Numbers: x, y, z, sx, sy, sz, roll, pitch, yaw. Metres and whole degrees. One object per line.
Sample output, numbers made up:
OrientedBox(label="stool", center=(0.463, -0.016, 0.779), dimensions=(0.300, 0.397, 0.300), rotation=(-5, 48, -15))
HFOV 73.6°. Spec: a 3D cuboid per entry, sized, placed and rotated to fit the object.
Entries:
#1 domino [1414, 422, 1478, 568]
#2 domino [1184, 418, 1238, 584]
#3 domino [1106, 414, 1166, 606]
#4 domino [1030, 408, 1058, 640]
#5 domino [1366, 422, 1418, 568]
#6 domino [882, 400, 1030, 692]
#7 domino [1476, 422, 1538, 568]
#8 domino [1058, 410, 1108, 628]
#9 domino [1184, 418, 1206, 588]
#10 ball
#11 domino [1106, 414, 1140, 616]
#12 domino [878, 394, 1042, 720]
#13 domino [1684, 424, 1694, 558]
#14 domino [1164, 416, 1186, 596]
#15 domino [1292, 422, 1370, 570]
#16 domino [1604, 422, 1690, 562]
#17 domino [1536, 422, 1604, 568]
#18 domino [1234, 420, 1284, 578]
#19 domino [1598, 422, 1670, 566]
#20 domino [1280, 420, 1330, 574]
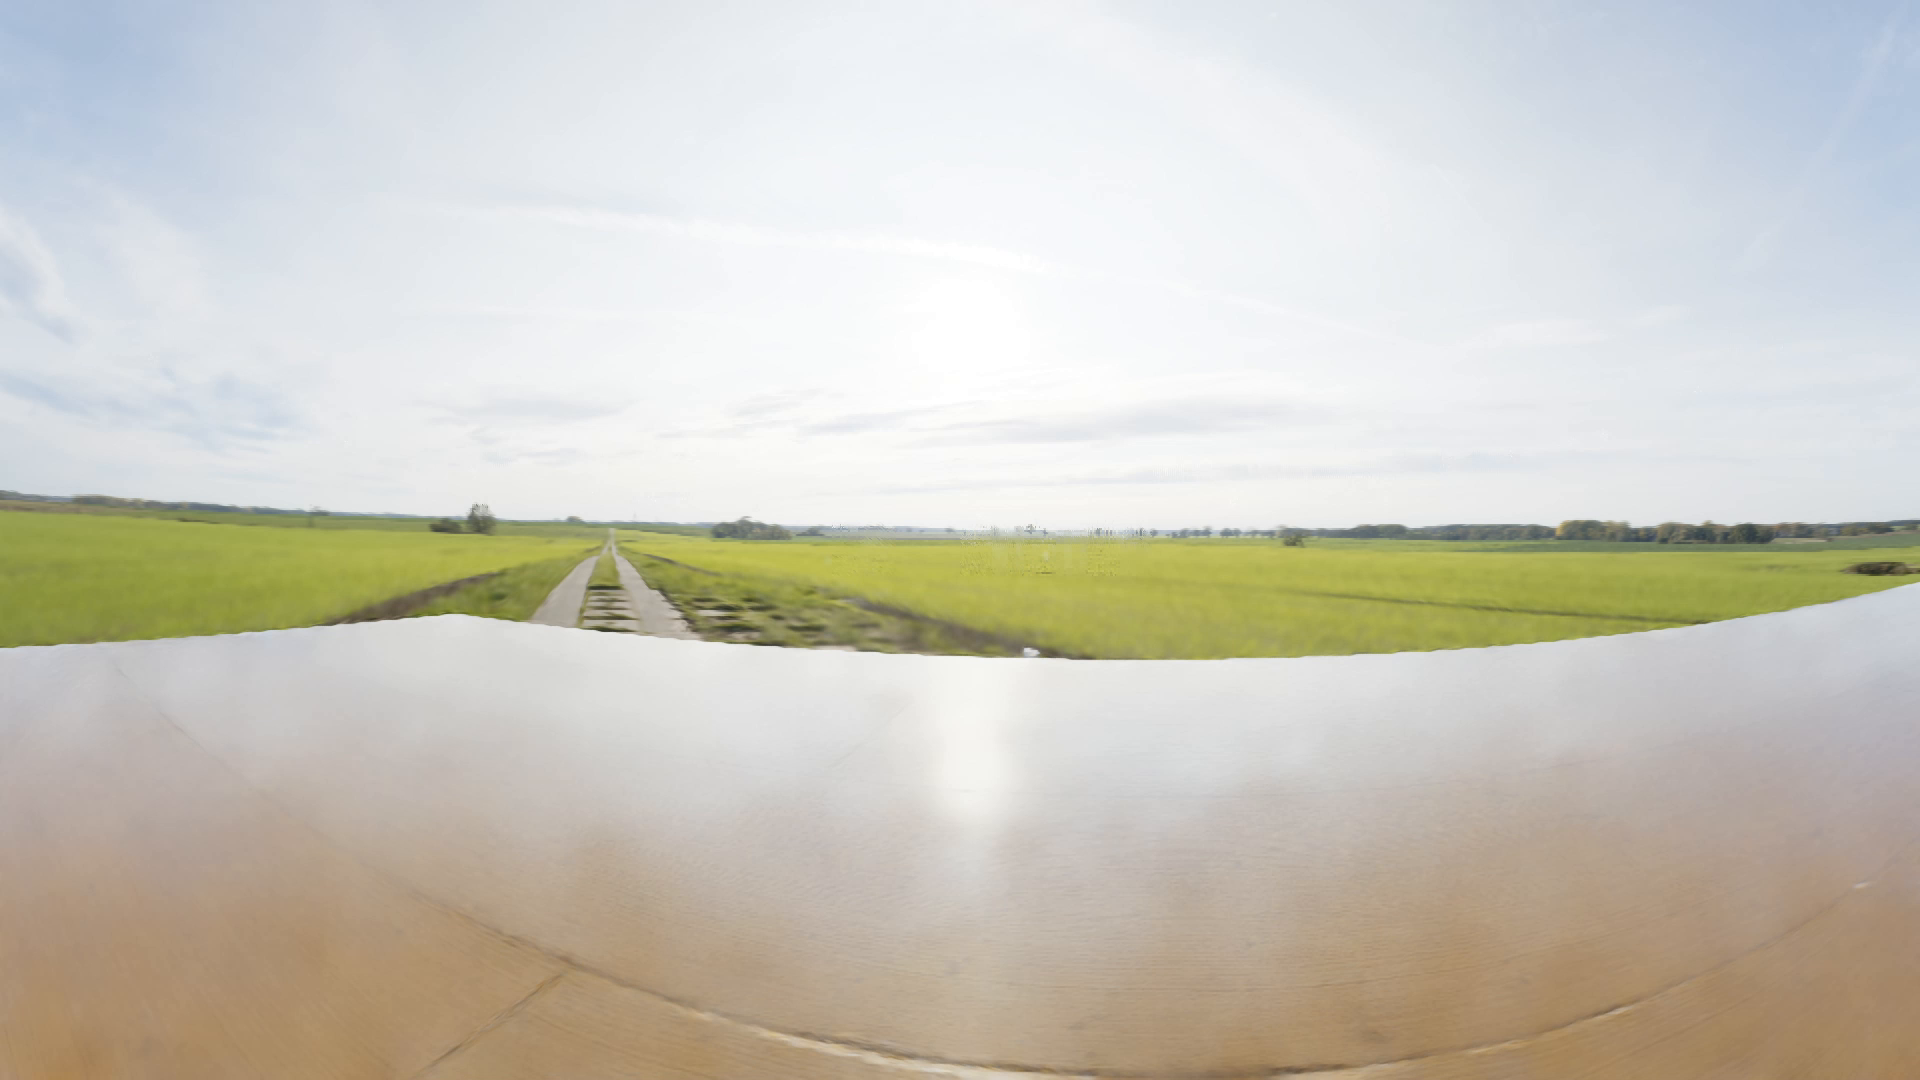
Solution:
OrientedBox(label="domino", center=(0.170, -0.016, 0.451), dimensions=(0.009, 0.050, 0.025), rotation=(0, 4, -4))
OrientedBox(label="domino", center=(0.074, -0.013, 0.403), dimensions=(0.010, 0.050, 0.025), rotation=(-4, 6, -41))
OrientedBox(label="domino", center=(0.042, -0.008, 0.345), dimensions=(0.025, 0.050, 0.009), rotation=(2, 5, 26))
OrientedBox(label="domino", center=(0.009, -0.004, 0.287), dimensions=(0.025, 0.050, 0.010), rotation=(3, 5, 33))
OrientedBox(label="domino", center=(0.148, -0.016, 0.448), dimensions=(0.009, 0.050, 0.025), rotation=(-1, 4, -10))
OrientedBox(label="domino", center=(-0.001, 0.001, 0.223), dimensions=(0.025, 0.050, 0.009), rotation=(0, 4, -2))
OrientedBox(label="domino", center=(0.193, -0.016, 0.453), dimensions=(0.010, 0.050, 0.025), rotation=(0, 4, -2))
OrientedBox(label="domino", center=(0.022, -0.005, 0.305), dimensions=(0.025, 0.050, 0.010), rotation=(3, 5, 32))
OrientedBox(label="domino", center=(0.060, -0.011, 0.385), dimensions=(0.025, 0.050, 0.009), rotation=(2, 5, 28))
OrientedBox(label="ball", center=(0.000, -0.002, 0.056), dimensions=(0.080, 0.080, 0.080), rotation=(0, 4, 0))
OrientedBox(label="domino", center=(0.032, -0.007, 0.325), dimensions=(0.025, 0.050, 0.009), rotation=(2, 5, 26))
OrientedBox(label="domino", center=(0.000, 0.002, 0.201), dimensions=(0.025, 0.050, 0.009), rotation=(0, 4, 0))
OrientedBox(label="domino", center=(0.265, -0.019, 0.490), dimensions=(0.025, 0.050, 0.010), rotation=(3, 5, 37))
OrientedBox(label="domino", center=(0.051, -0.010, 0.365), dimensions=(0.025, 0.050, 0.009), rotation=(2, 5, 22))
OrientedBox(label="domino", center=(0.127, -0.016, 0.442), dimensions=(0.009, 0.050, 0.025), rotation=(-2, 5, -29))
OrientedBox(label="domino", center=(0.253, -0.018, 0.471), dimensions=(0.025, 0.050, 0.010), rotation=(3, 5, 36))
OrientedBox(label="domino", center=(0.215, -0.016, 0.453), dimensions=(0.009, 0.050, 0.025), rotation=(0, 4, -1))
OrientedBox(label="domino", center=(0.091, -0.014, 0.416), dimensions=(0.009, 0.050, 0.025), rotation=(-3, 5, -34))
OrientedBox(label="domino", center=(0.237, -0.017, 0.456), dimensions=(0.010, 0.050, 0.025), rotation=(-2, 5, -25))
OrientedBox(label="domino", center=(0.109, -0.015, 0.429), dimensions=(0.010, 0.050, 0.025), rotation=(-3, 6, -39))
